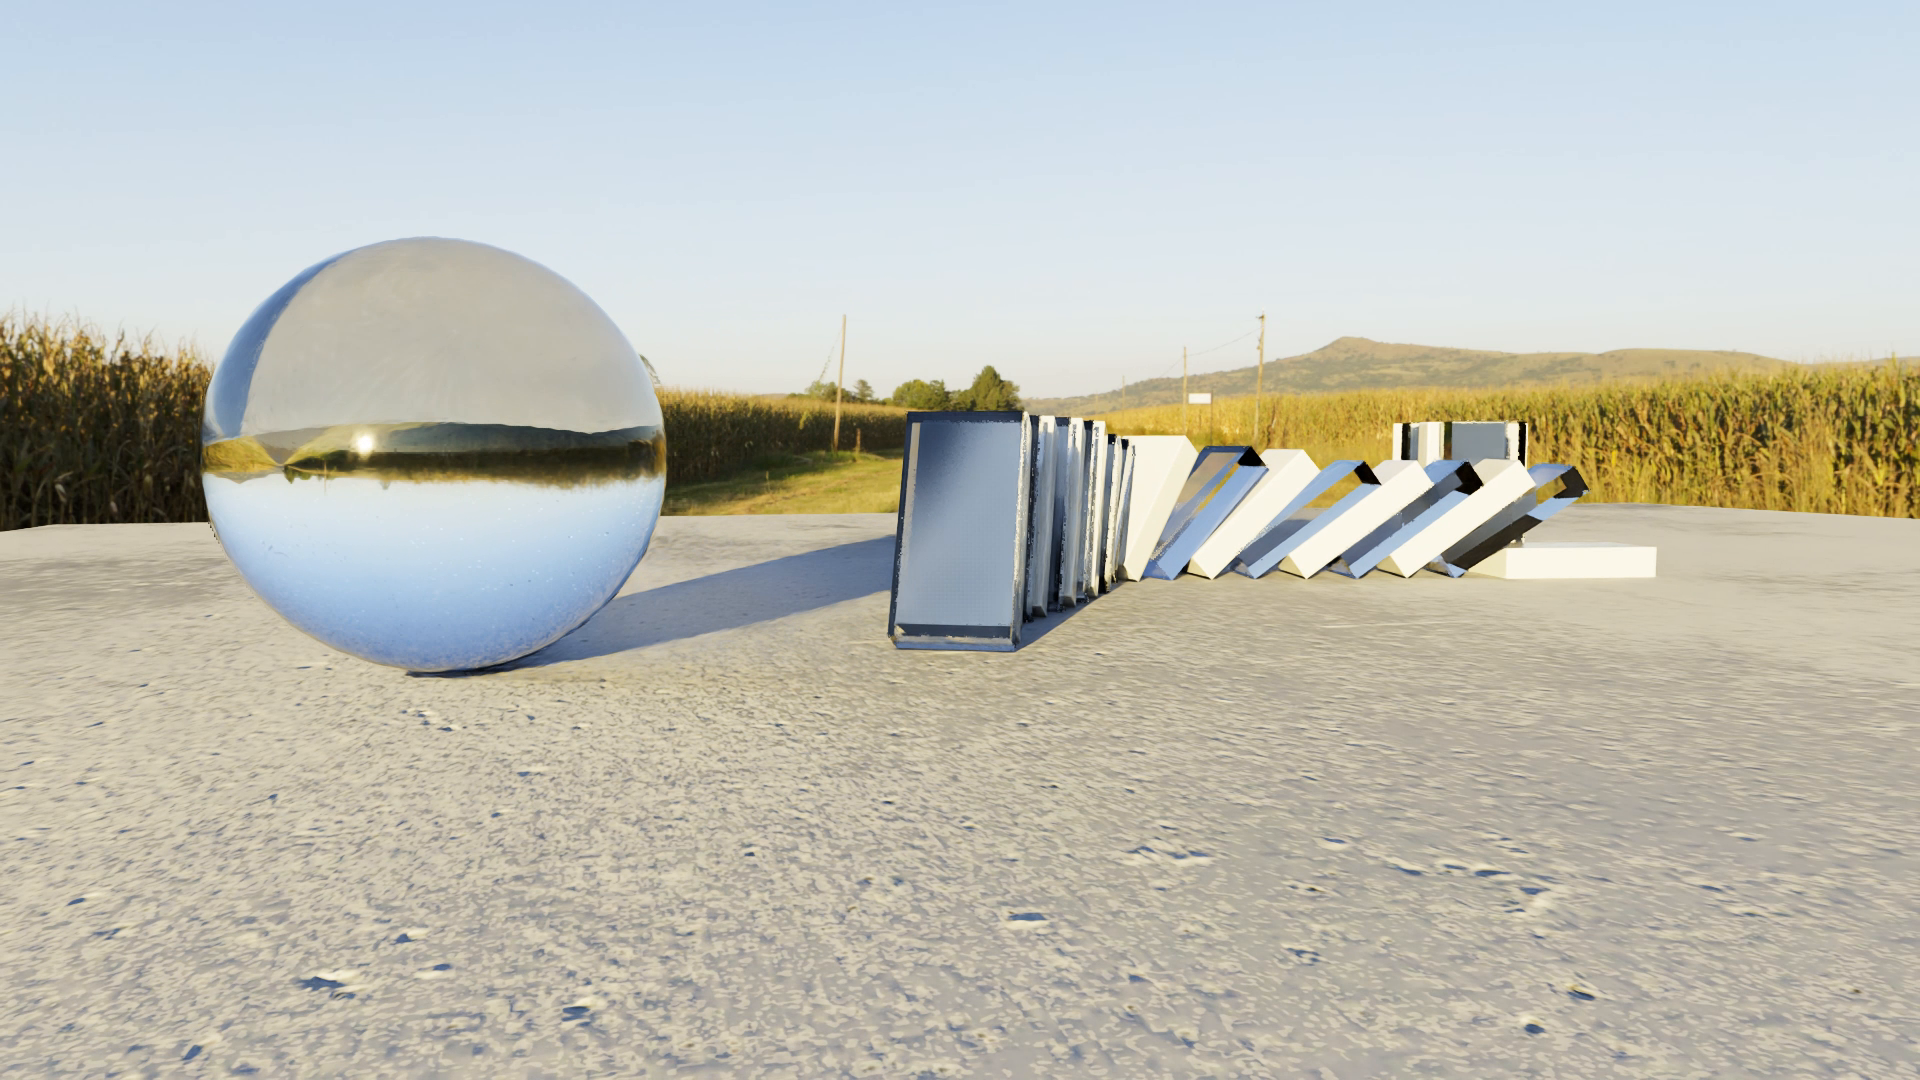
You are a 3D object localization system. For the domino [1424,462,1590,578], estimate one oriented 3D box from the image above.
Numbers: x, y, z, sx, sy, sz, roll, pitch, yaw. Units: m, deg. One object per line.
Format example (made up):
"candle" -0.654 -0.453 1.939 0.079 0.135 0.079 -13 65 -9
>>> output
"domino" 0.175 -0.007 0.418 0.050 0.009 0.025 -34 5 3

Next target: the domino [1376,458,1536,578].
"domino" 0.158 -0.008 0.418 0.050 0.009 0.025 -36 5 1

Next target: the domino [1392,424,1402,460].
"domino" 0.175 -0.018 0.479 0.025 0.050 0.009 3 5 33

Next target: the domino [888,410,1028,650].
"domino" 0.000 -0.002 0.270 0.025 0.050 0.009 1 -20 9

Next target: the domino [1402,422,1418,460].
"domino" 0.173 -0.017 0.463 0.025 0.050 0.009 0 4 1

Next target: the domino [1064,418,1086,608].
"domino" 0.019 -0.008 0.341 0.025 0.050 0.009 1 -20 12

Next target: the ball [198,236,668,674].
"ball" -0.095 -0.015 0.238 0.080 0.080 0.080 0 4 0

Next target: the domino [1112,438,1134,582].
"domino" 0.039 -0.010 0.403 0.025 0.050 0.009 0 -38 18

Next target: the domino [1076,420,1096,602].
"domino" 0.023 -0.008 0.352 0.025 0.050 0.010 1 -22 12

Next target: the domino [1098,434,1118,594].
"domino" 0.032 -0.008 0.376 0.025 0.050 0.010 1 -33 13

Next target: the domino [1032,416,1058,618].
"domino" 0.010 -0.006 0.321 0.025 0.050 0.009 1 -20 12

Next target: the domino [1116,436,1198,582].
"domino" 0.055 -0.011 0.411 0.025 0.050 0.009 4 -32 45

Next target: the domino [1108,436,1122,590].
"domino" 0.035 -0.009 0.388 0.025 0.050 0.009 1 -35 13

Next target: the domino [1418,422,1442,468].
"domino" 0.174 -0.016 0.449 0.025 0.050 0.010 0 4 1

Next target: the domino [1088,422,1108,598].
"domino" 0.027 -0.009 0.362 0.025 0.050 0.009 1 -22 13

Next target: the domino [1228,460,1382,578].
"domino" 0.109 -0.007 0.417 0.050 0.010 0.025 -36 6 -1

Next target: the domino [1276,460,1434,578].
"domino" 0.126 -0.007 0.417 0.050 0.009 0.025 -36 6 -1

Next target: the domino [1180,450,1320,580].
"domino" 0.091 -0.009 0.417 0.050 0.010 0.025 -44 12 -7

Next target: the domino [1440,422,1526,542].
"domino" 0.177 -0.015 0.435 0.025 0.050 0.009 0 4 -1

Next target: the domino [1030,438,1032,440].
"domino" 0.002 -0.004 0.291 0.025 0.050 0.010 1 -20 9

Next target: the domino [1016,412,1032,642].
"domino" 0.002 -0.003 0.280 0.025 0.050 0.010 1 -20 9

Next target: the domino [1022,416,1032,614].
"domino" 0.003 -0.005 0.301 0.025 0.050 0.010 1 -20 9

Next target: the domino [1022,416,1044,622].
"domino" 0.006 -0.006 0.312 0.025 0.050 0.009 1 -20 12

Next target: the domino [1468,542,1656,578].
"domino" 0.197 0.006 0.420 0.050 0.009 0.025 0 4 -6

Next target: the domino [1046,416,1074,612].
"domino" 0.015 -0.007 0.331 0.025 0.050 0.009 1 -20 12

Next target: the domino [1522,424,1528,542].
"domino" 0.205 -0.019 0.489 0.009 0.050 0.025 0 4 -5

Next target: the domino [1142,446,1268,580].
"domino" 0.074 -0.010 0.416 0.050 0.010 0.025 -48 20 -13

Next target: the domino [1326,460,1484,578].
"domino" 0.142 -0.007 0.417 0.050 0.010 0.025 -36 5 0
